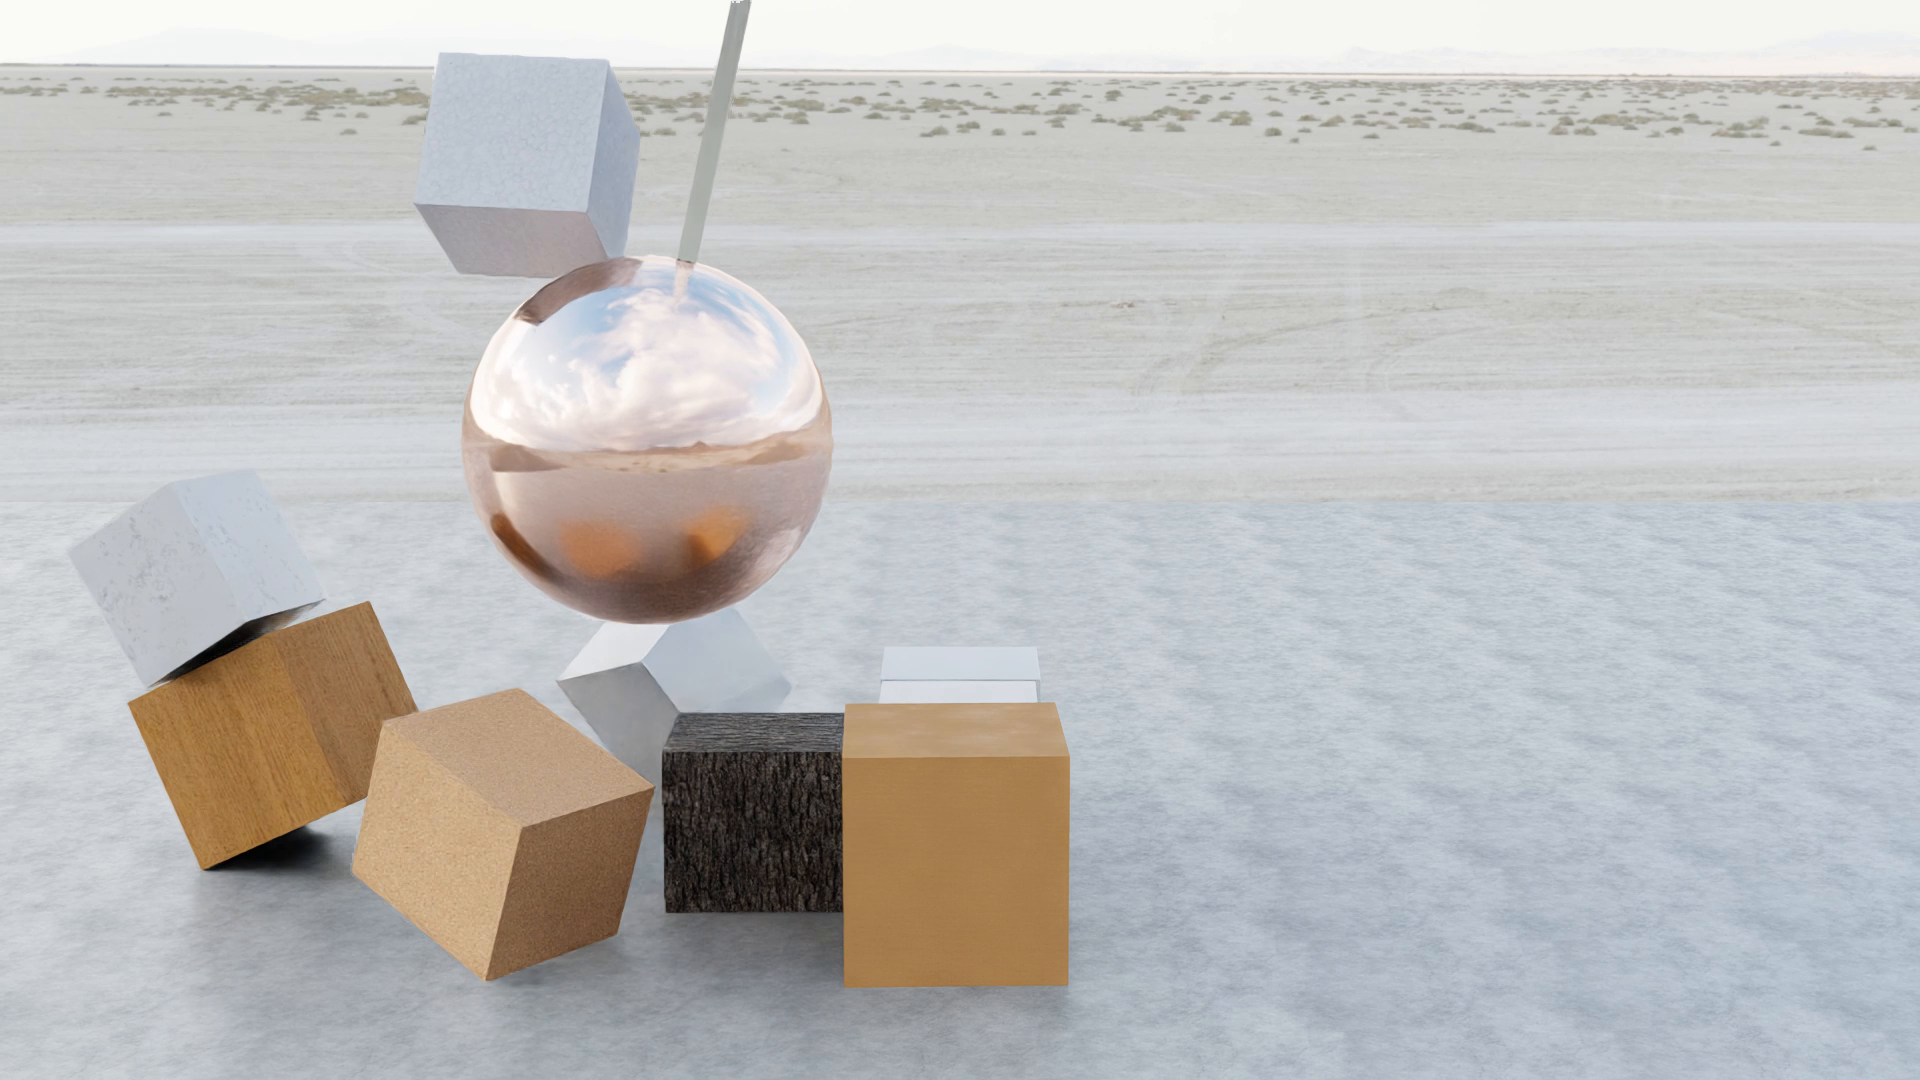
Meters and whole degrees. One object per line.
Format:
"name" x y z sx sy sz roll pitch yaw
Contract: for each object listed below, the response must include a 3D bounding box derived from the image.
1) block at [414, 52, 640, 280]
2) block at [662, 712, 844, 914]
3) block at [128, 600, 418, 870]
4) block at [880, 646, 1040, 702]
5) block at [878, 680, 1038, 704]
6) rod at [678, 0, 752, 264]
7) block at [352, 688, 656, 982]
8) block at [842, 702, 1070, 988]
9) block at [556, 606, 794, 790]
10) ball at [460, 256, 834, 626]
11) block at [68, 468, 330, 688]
"block" -1.873 -1.620 11.218 0.741 0.714 0.736 4 -18 5
"block" -0.866 1.174 11.144 0.769 0.703 0.677 0 10 0
"block" -3.046 0.876 11.610 0.875 0.821 0.746 -24 0 24
"block" 0.003 0.935 12.486 0.756 0.694 0.693 0 10 0
"block" -0.008 1.060 11.810 0.720 0.688 0.664 0 10 0
"rod" -0.583 -3.688 10.510 0.080 5.200 0.080 13 10 -2
"block" -1.854 1.173 10.389 0.849 0.721 0.712 31 27 31
"block" -0.027 1.209 10.337 0.874 0.923 0.861 0 10 -2
"block" -1.392 0.709 12.571 0.644 0.730 0.648 -14 29 41
"ball" -1.346 -0.428 11.102 1.600 1.600 1.600 0 10 0
"block" -3.384 0.158 11.440 0.612 0.691 0.685 -31 -2 17
